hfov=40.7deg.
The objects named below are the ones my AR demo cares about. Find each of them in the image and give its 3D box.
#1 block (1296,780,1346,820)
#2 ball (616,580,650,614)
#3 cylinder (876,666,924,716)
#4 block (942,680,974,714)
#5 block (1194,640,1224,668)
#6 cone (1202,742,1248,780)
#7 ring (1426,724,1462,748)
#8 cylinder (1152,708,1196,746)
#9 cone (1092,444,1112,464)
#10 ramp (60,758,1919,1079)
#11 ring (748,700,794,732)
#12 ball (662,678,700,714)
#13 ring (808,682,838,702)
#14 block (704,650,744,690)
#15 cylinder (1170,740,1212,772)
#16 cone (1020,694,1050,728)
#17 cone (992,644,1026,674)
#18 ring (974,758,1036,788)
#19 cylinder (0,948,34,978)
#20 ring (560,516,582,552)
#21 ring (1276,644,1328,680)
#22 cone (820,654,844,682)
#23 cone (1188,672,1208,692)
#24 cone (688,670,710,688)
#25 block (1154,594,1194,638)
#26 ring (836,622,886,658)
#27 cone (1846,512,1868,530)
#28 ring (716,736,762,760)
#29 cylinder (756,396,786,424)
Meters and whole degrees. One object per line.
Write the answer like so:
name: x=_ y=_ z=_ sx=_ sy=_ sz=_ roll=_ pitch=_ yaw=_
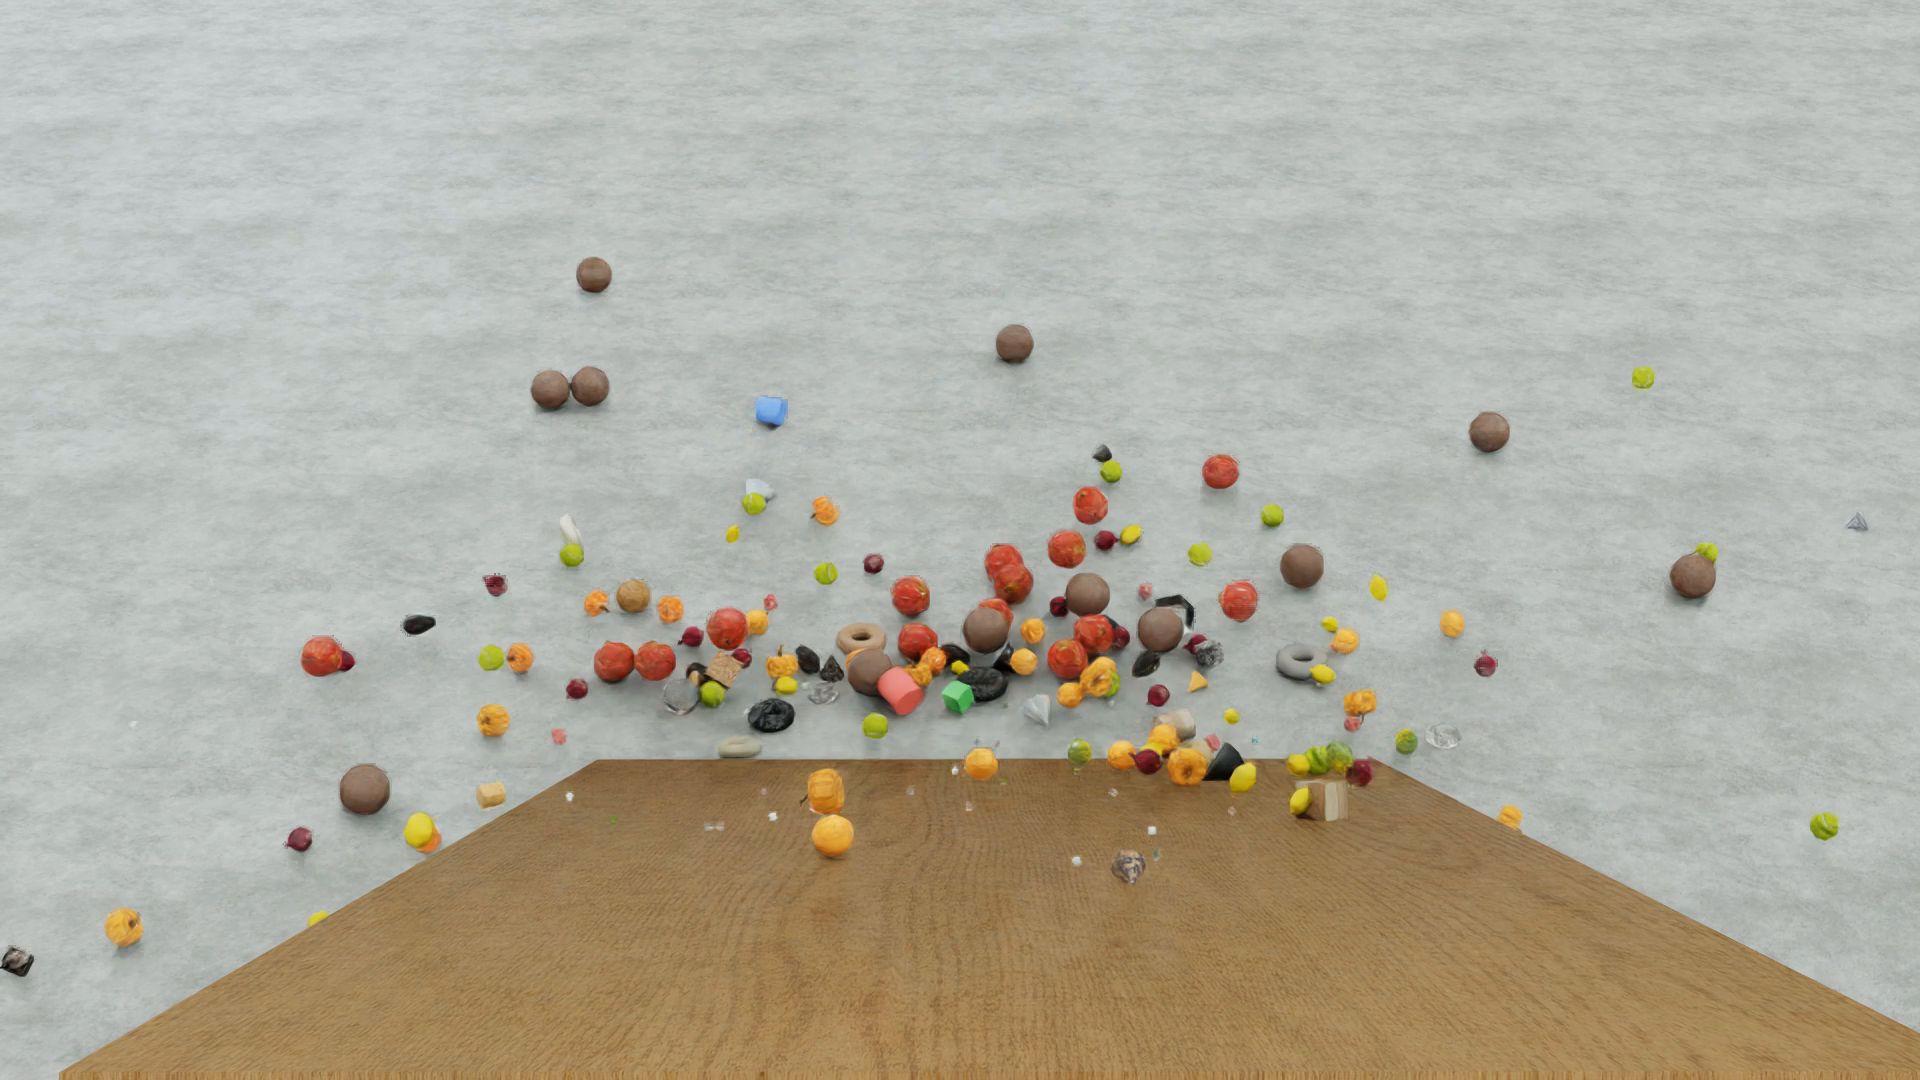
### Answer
block: x=0.724 y=0.522 z=5.195 sx=0.074 sy=0.074 sz=0.074 roll=0 pitch=0 yaw=44
ball: x=-0.937 y=0.162 z=7.427 sx=0.098 sy=0.098 sz=0.098 roll=0 pitch=31 yaw=0
cylinder: x=-0.161 y=0.408 z=6.993 sx=0.093 sy=0.093 sz=0.093 roll=-20 pitch=51 yaw=-31
block: x=-0.006 y=0.423 z=7.006 sx=0.056 sy=0.056 sz=0.056 roll=20 pitch=54 yaw=35
block: x=0.692 y=0.315 z=7.190 sx=0.056 sy=0.056 sz=0.056 roll=-21 pitch=15 yaw=-23
cone: x=0.606 y=0.540 z=6.074 sx=0.098 sy=0.098 sz=0.098 roll=-28 pitch=38 yaw=-15
ring: x=1.286 y=0.521 z=6.886 sx=0.094 sy=0.031 sz=0.094 roll=1 pitch=30 yaw=-1
cylinder: x=0.568 y=0.497 z=6.867 sx=0.084 sy=0.084 sz=0.084 roll=-15 pitch=34 yaw=-18
cone: x=0.434 y=-0.266 z=8.177 sx=0.061 sy=0.061 sz=0.061 roll=27 pitch=30 yaw=38
ramp: x=0.068 y=0.607 z=4.674 sx=2.000 sy=0.100 sz=4.000 roll=0 pitch=0 yaw=0
ring: x=-0.507 y=0.473 z=6.957 sx=0.127 sy=0.042 sz=0.127 roll=-3 pitch=31 yaw=2
ball: x=-0.752 y=0.421 z=6.979 sx=0.100 sy=0.100 sz=0.100 roll=0 pitch=31 yaw=0
ring: x=-0.373 y=0.417 z=7.064 sx=0.082 sy=0.027 sz=0.082 roll=0 pitch=27 yaw=0
block: x=-0.646 y=0.355 z=7.056 sx=0.076 sy=0.076 sz=0.076 roll=31 pitch=76 yaw=-6
cylinder: x=0.563 y=0.526 z=6.301 sx=0.074 sy=0.074 sz=0.074 roll=25 pitch=15 yaw=36
cone: x=0.219 y=0.474 z=6.958 sx=0.085 sy=0.085 sz=0.085 roll=-15 pitch=60 yaw=-23
cone: x=0.147 y=0.346 z=7.173 sx=0.088 sy=0.088 sz=0.088 roll=35 pitch=38 yaw=5
ring: x=0.105 y=0.554 z=5.920 sx=0.143 sy=0.048 sz=0.143 roll=5 pitch=34 yaw=-3
cylinder: x=-2.203 y=0.987 z=6.051 sx=0.054 sy=0.054 sz=0.054 roll=22 pitch=32 yaw=-2
ring: x=-1.154 y=-0.018 z=7.685 sx=0.039 sy=0.118 sz=0.118 roll=-21 pitch=33 yaw=-1
ring: x=0.949 y=0.336 z=7.182 sx=0.146 sy=0.049 sz=0.146 roll=0 pitch=29 yaw=0
cone: x=-0.354 y=0.343 z=7.148 sx=0.070 sy=0.070 sz=0.070 roll=0 pitch=31 yaw=0
cone: x=0.642 y=0.400 z=7.097 sx=0.056 sy=0.056 sz=0.056 roll=28 pitch=67 yaw=38
cone: x=-0.705 y=0.387 z=7.071 sx=0.056 sy=0.056 sz=0.056 roll=14 pitch=19 yaw=-35
block: x=0.607 y=0.215 z=7.354 sx=0.081 sy=0.081 sz=0.081 roll=-11 pitch=32 yaw=-18
ring: x=-0.278 y=0.281 z=7.277 sx=0.144 sy=0.048 sz=0.144 roll=0 pitch=32 yaw=0
cone: x=2.703 y=-0.046 z=7.832 sx=0.061 sy=0.061 sz=0.061 roll=-23 pitch=30 yaw=7
ring: x=-0.582 y=0.547 z=6.814 sx=0.120 sy=0.040 sz=0.120 roll=-7 pitch=12 yaw=2
cylinder: x=-0.616 y=-0.421 z=8.422 sx=0.080 sy=0.080 sz=0.080 roll=12 pitch=32 yaw=11
